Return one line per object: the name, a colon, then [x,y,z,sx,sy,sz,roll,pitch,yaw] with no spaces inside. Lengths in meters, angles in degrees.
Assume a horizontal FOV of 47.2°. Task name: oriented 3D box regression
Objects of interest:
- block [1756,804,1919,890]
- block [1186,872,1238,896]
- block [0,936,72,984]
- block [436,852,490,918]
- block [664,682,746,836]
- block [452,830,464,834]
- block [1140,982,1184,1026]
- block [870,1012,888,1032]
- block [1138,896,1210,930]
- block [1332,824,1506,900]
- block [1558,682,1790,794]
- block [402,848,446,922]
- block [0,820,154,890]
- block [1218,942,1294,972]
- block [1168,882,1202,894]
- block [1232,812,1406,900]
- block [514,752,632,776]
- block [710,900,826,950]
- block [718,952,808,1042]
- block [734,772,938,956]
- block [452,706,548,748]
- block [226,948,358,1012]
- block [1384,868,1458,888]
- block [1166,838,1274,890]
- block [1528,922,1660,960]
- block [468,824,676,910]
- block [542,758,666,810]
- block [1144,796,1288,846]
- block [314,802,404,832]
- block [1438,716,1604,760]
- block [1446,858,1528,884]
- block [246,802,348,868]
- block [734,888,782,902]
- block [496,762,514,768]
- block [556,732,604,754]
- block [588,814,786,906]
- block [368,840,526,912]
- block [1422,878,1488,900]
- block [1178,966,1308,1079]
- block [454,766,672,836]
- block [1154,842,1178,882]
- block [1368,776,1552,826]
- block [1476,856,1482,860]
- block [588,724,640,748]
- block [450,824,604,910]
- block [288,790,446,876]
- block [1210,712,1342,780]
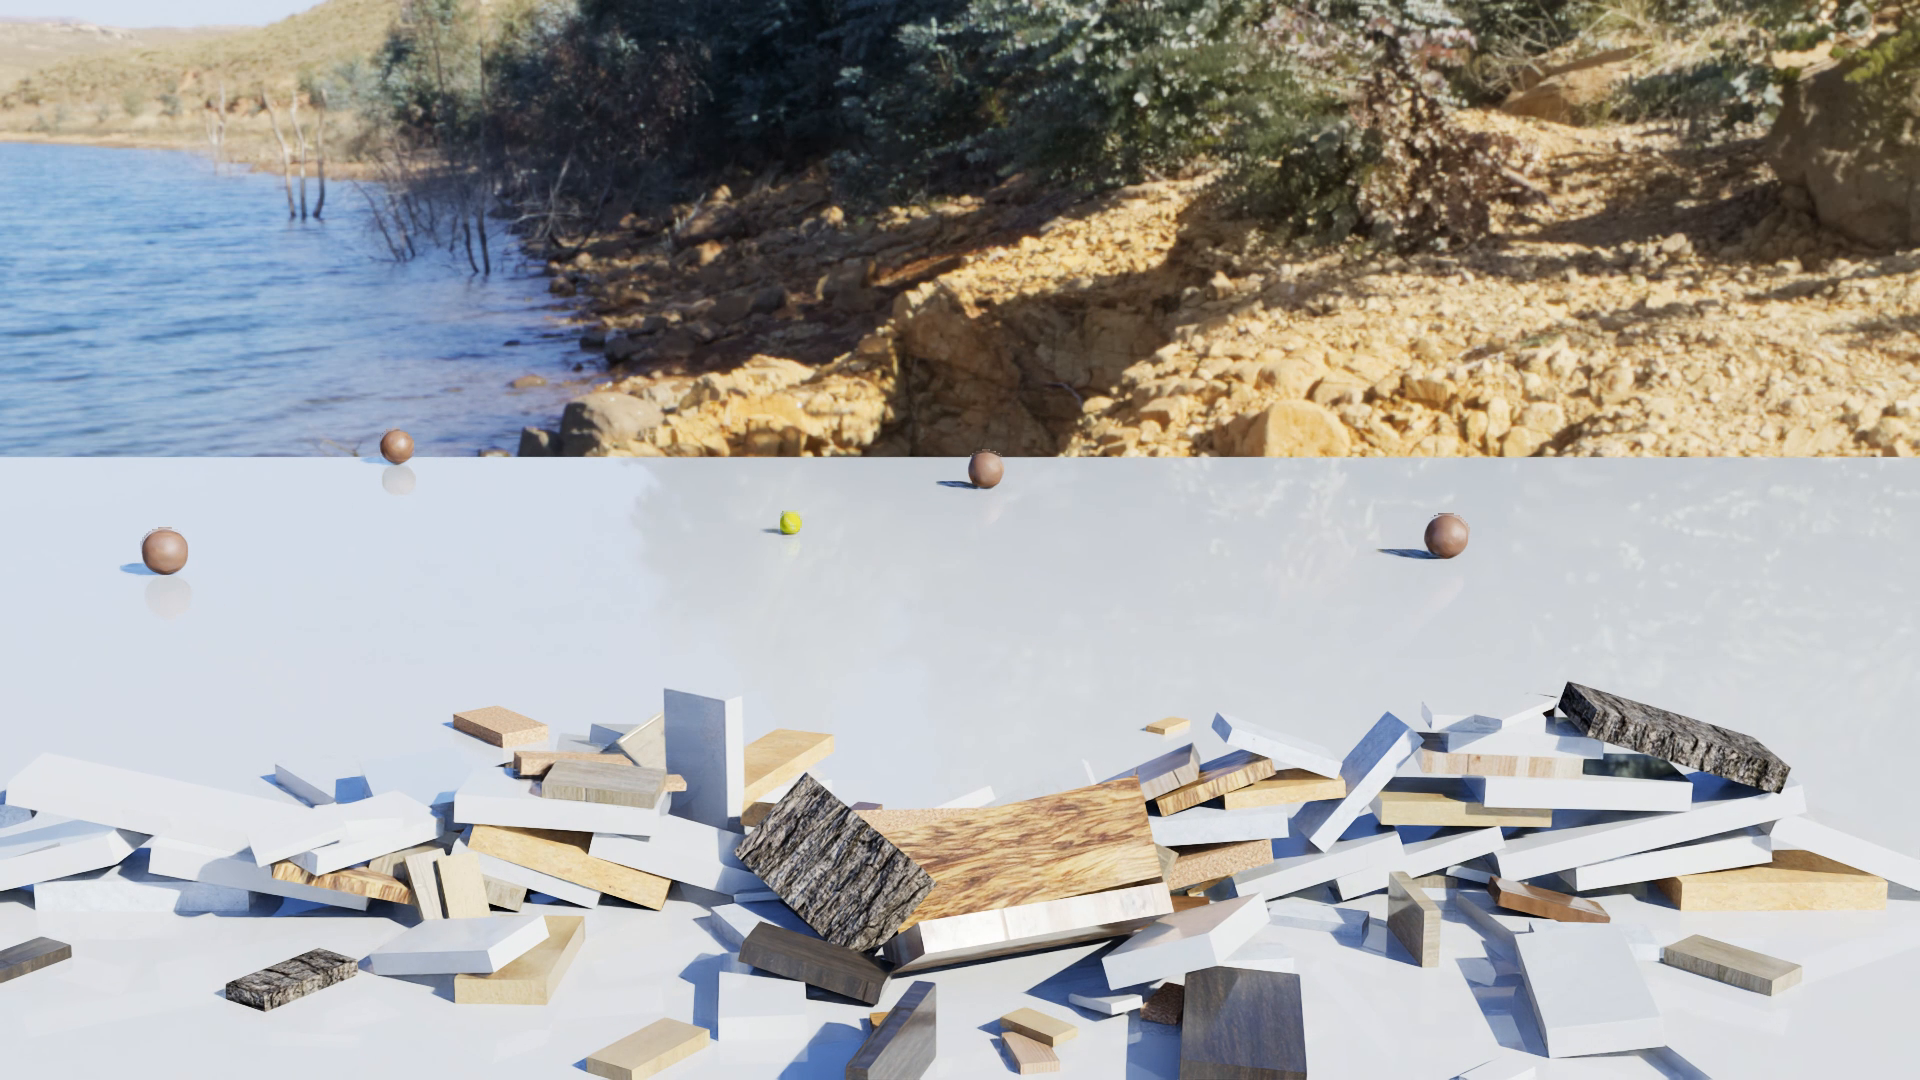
block: [1.489,0.505,3.684,0.336,0.048,0.168,20,10,-4]
block: [0.418,0.563,3.668,0.090,0.013,0.045,-29,10,3]
block: [-1.434,0.640,3.343,0.071,0.020,0.142,6,12,30]
block: [-0.792,0.564,3.510,0.064,0.128,0.018,-5,-29,-26]
block: [-0.446,0.408,3.837,0.148,0.296,0.042,8,13,37]
block: [-0.820,0.478,4.001,0.134,0.038,0.268,7,13,33]
block: [0.305,0.671,3.183,0.054,0.015,0.108,9,13,23]
block: [-0.096,0.690,3.093,0.050,0.014,0.101,-2,11,-9]
block: [0.311,0.600,3.542,0.183,0.026,0.091,1,11,3]
block: [0.752,0.515,3.660,0.278,0.039,0.139,-19,10,2]
block: [1.163,0.321,3.593,0.333,0.047,0.167,17,11,-4]
block: [-0.840,0.561,3.515,0.064,0.128,0.018,-10,-25,-32]
block: [-1.527,0.522,3.651,0.349,0.049,0.175,-14,10,8]
block: [0.435,0.638,3.356,0.134,0.019,0.067,-1,11,-7]
block: [0.351,0.574,3.657,0.090,0.013,0.045,-15,9,-6]
block: [0.589,0.528,3.658,0.278,0.039,0.139,-18,10,4]
block: [-0.654,0.379,3.714,0.185,0.026,0.092,4,1,-20]
block: [-0.302,0.615,3.450,0.107,0.030,0.214,-5,12,-27]
block: [-0.287,0.660,3.196,0.124,0.035,0.248,-1,11,-5]
block: [-0.201,0.516,3.463,0.175,0.050,0.351,-48,39,-9]
block: [-0.970,0.394,4.643,0.107,0.030,0.214,-9,14,-40]
block: [-0.991,0.652,3.267,0.086,0.024,0.173,7,13,33]
block: [0.761,0.561,3.672,0.131,0.018,0.065,-1,10,5]
block: [0.373,0.530,3.647,0.285,0.040,0.143,-17,9,8]
block: [0.964,0.610,3.349,0.177,0.025,0.089,1,11,4]
block: [-0.635,0.516,3.657,0.330,0.047,0.165,18,10,-2]
block: [-0.581,0.398,3.595,0.184,0.026,0.092,5,21,5]
block: [0.391,0.459,3.627,0.285,0.040,0.143,-5,10,4]
block: [-0.967,0.445,3.536,0.128,0.018,0.064,0,18,-26]
block: [0.917,0.320,3.607,0.247,0.035,0.123,2,11,4]
block: [0.875,0.552,3.653,0.131,0.018,0.065,12,11,10]
block: [-1.036,0.461,3.439,0.142,0.020,0.071,-18,34,-21]
block: [-0.314,0.573,3.559,0.095,0.014,0.048,-5,0,4]
block: [-0.893,0.448,4.173,0.092,0.026,0.185,-17,-1,-16]
block: [-0.683,0.421,4.208,0.178,0.050,0.356,7,0,-9]
block: [-0.439,0.522,3.664,0.330,0.047,0.165,16,10,-1]
block: [-0.835,0.540,3.616,0.250,0.035,0.125,18,7,-9]
block: [0.829,0.580,3.672,0.131,0.018,0.065,1,11,4]
block: [0.389,0.676,3.033,0.164,0.047,0.329,5,12,6]
block: [-0.653,0.430,3.637,0.330,0.047,0.165,4,10,-1]
block: [0.234,0.507,3.535,0.211,0.105,0.030,23,-5,26]
block: [0.822,0.433,3.643,0.278,0.039,0.139,1,11,-2]
block: [0.862,0.564,3.770,0.101,0.014,0.050,-6,12,-28]
block: [-0.571,0.386,4.247,0.129,0.037,0.258,11,3,44]
block: [-0.709,0.537,3.647,0.250,0.035,0.125,18,10,-3]
block: [-0.971,0.470,3.545,0.125,0.035,0.250,19,20,34]
block: [0.522,0.339,3.629,0.199,0.028,0.099,19,8,-11]
